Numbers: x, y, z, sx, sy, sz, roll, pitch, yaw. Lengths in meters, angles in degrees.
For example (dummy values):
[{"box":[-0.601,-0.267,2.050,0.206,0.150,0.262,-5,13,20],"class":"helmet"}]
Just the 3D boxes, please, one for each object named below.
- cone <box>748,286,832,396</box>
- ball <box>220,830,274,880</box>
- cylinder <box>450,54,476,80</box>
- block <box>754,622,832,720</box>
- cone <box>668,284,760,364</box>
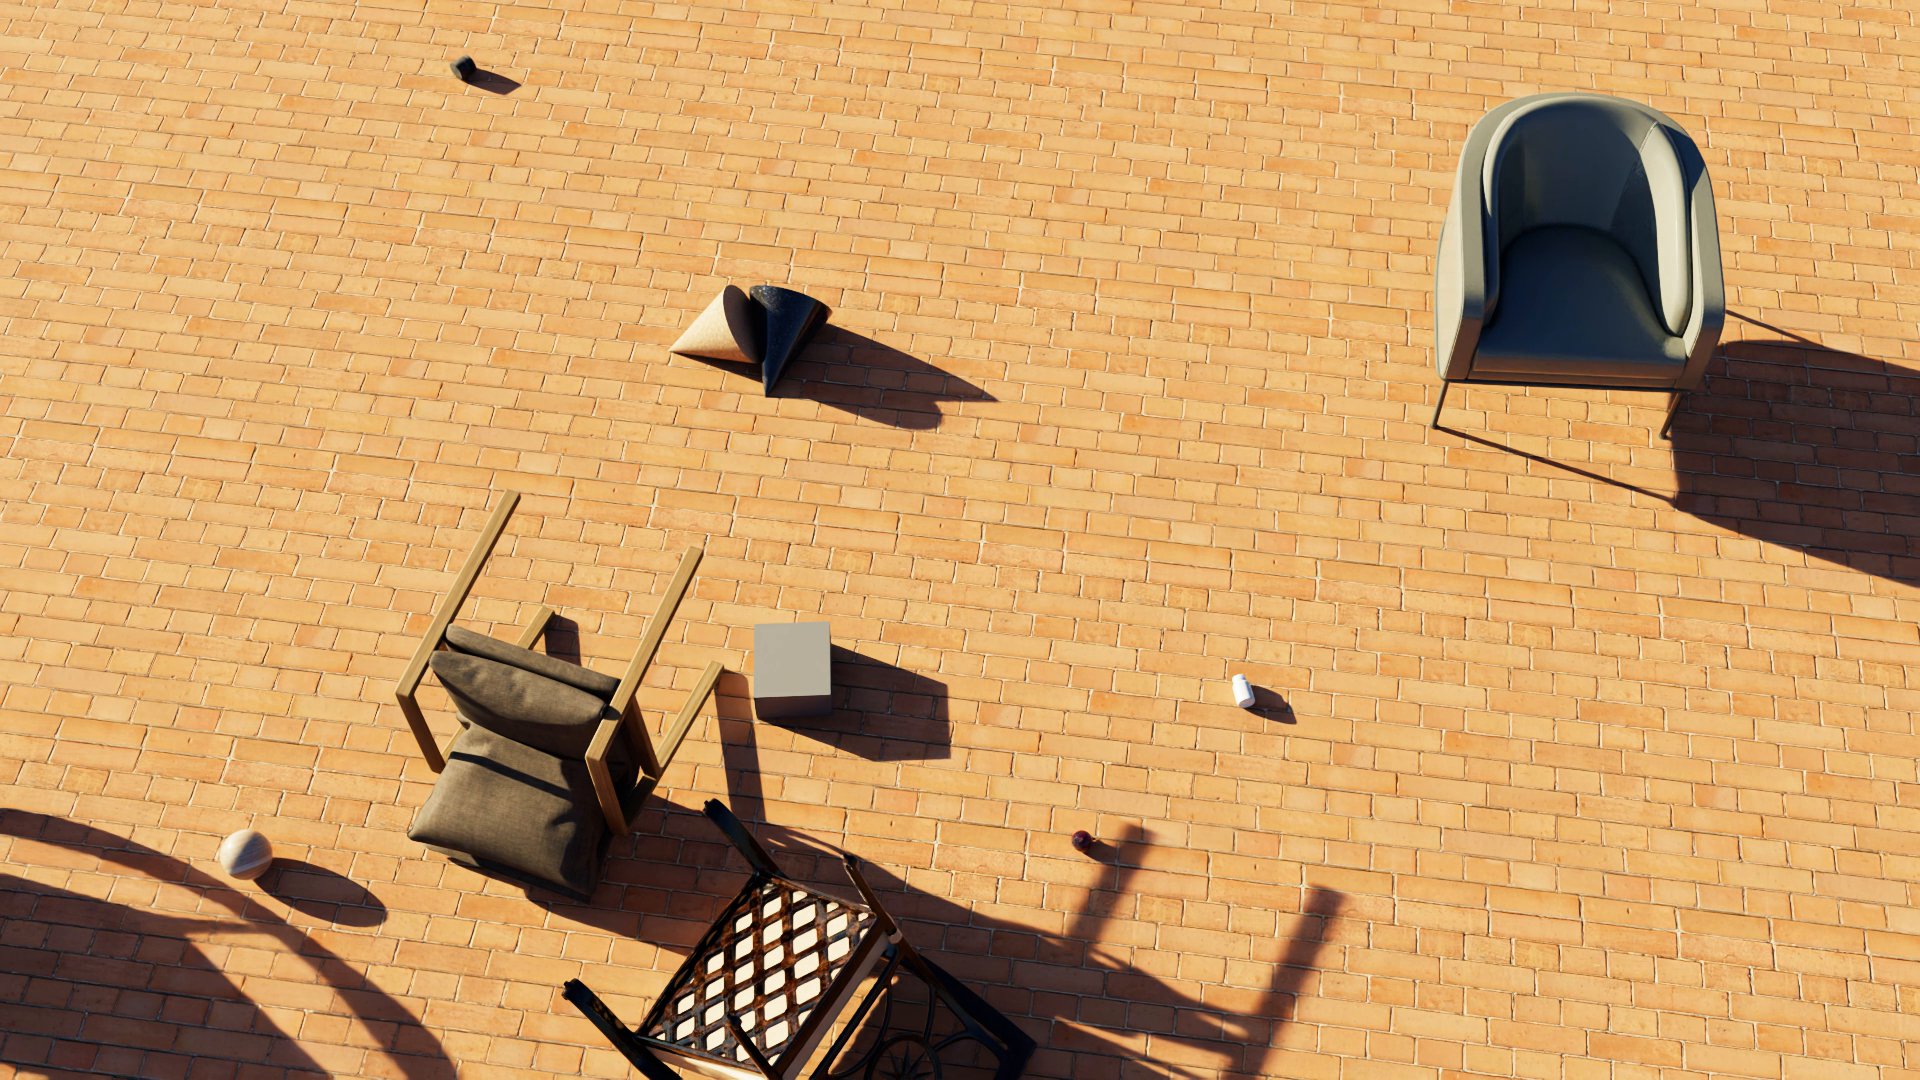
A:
[{"box":[-0.571,-0.597,6.904,0.278,0.246,0.325,18,78,-20],"class":"cone"},{"box":[-1.922,0.848,5.922,0.137,0.137,0.137,0,56,0],"class":"ball"},{"box":[-1.725,-1.642,7.637,0.064,0.064,0.069,-38,49,-22],"class":"cylinder"},{"box":[-0.474,0.369,6.252,0.214,0.122,0.241,-2,56,-1],"class":"block"},{"box":[-0.800,-0.637,6.927,0.283,0.273,0.242,-17,44,20],"class":"cone"}]
